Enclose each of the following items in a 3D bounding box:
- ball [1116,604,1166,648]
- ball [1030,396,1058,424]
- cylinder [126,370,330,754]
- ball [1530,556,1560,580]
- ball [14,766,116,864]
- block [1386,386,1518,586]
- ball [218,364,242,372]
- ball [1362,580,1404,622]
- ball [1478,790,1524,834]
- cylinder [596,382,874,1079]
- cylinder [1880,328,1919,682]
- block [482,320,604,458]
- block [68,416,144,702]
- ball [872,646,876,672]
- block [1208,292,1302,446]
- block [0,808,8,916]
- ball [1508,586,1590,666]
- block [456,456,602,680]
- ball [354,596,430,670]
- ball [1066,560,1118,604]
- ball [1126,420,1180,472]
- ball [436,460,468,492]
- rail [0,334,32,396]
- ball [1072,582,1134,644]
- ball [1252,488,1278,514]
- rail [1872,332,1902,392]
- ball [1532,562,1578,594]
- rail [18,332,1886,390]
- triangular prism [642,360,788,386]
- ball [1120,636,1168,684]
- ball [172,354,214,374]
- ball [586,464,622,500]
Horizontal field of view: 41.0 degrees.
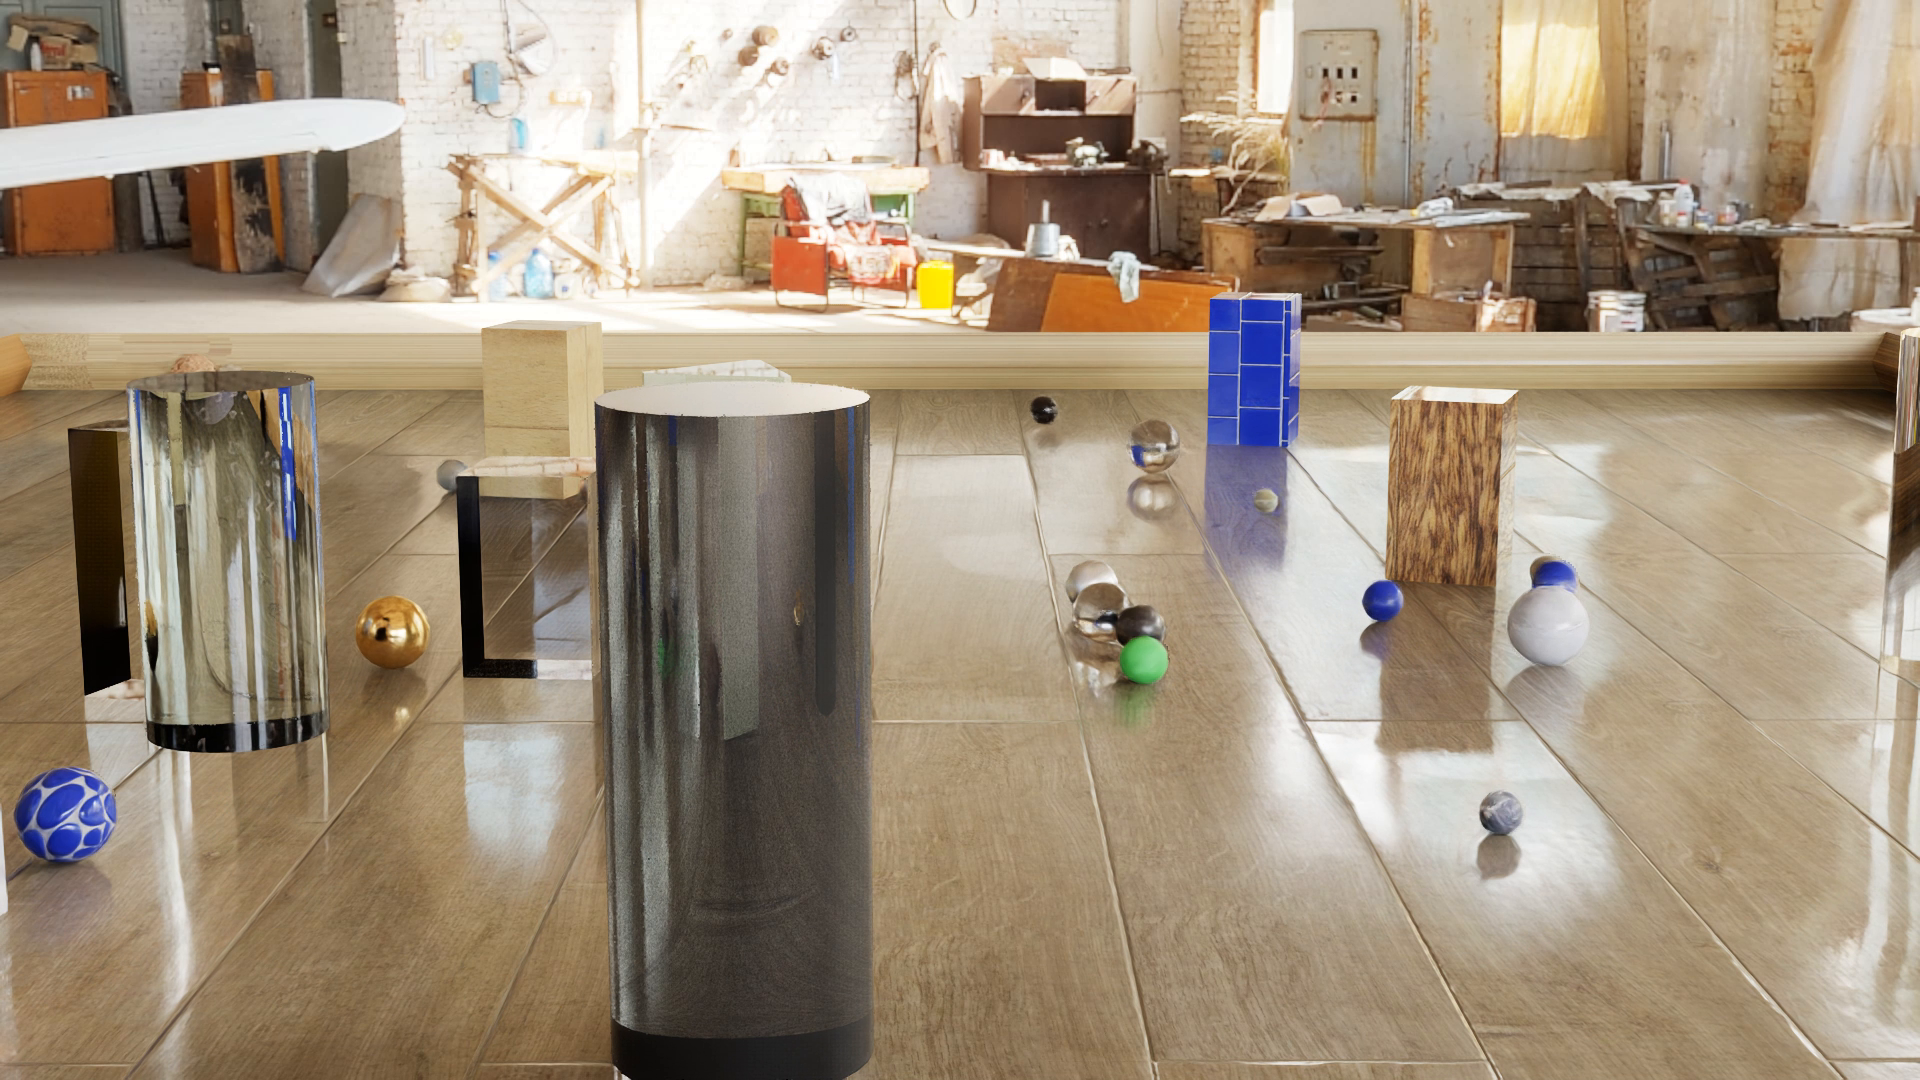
[{"bbox_3d":[0.225,0.112,3.210,0.062,0.062,0.062,0,10,0],"label":"ball"},{"bbox_3d":[0.172,-0.267,5.262,0.058,0.058,0.058,0,10,0],"label":"ball"},{"bbox_3d":[-0.799,0.019,2.811,0.197,0.389,0.197,0,10,0],"label":"cylinder"},{"bbox_3d":[0.825,0.045,3.607,0.047,0.047,0.047,0,10,0],"label":"ball"},{"bbox_3d":[-0.826,0.254,2.370,0.089,0.089,0.089,0,10,0],"label":"ball"},{"bbox_3d":[0.710,-0.080,3.700,0.157,0.261,0.157,4,11,19],"label":"block"},{"bbox_3d":[-1.635,-0.362,5.750,0.067,0.067,0.067,0,10,0],"label":"ball"},{"bbox_3d":[0.560,0.081,3.395,0.054,0.054,0.054,0,10,0],"label":"ball"},{"bbox_3d":[0.518,0.261,2.458,0.042,0.042,0.042,0,10,0],"label":"ball"},{"bbox_3d":[-0.163,0.140,1.880,0.197,0.491,0.197,0,10,0],"label":"cylinder"},{"bbox_3d":[1.223,-0.042,3.086,0.197,0.410,0.197,0,10,0],"label":"cylinder"},{"bbox_3d":[-0.725,-0.235,4.478,0.157,0.282,0.157,3,11,14],"label":"block"},{"bbox_3d":[-0.924,0.018,3.019,0.157,0.315,0.157,3,11,17],"label":"block"},{"bbox_3d":[-0.135,0.140,3.029,0.072,0.072,0.072,0,10,0],"label":"ball"},{"bbox_3d":[0.577,-0.336,5.023,0.157,0.282,0.157,3,11,14],"label":"block"},{"bbox_3d":[-0.917,0.172,2.139,0.157,0.333,0.157,1,11,6],"label":"block"},{"bbox_3d":[0.721,0.105,3.147,0.098,0.098,0.098,0,10,0],"label":"ball"},{"bbox_3d":[-0.514,0.032,3.137,0.157,0.246,0.157,1,11,4],"label":"block"},{"bbox_3d":[-0.692,0.112,3.129,0.090,0.090,0.090,0,10,0],"label":"ball"},{"bbox_3d":[0.177,0.062,3.451,0.071,0.071,0.071,0,10,0],"label":"ball"},{"bbox_3d":[0.349,-0.170,4.632,0.097,0.097,0.097,0,10,0],"label":"ball"},{"bbox_3d":[-0.874,-0.111,4.428,0.056,0.056,0.056,0,10,0],"label":"ball"},{"bbox_3d":[-2.093,0.035,3.437,0.045,0.128,4.822,0,10,0],"label":"rail"},{"bbox_3d":[0.183,0.092,3.268,0.079,0.079,0.079,0,10,0],"label":"ball"},{"bbox_3d":[0.501,-0.064,4.215,0.041,0.041,0.041,0,10,0],"label":"ball"},{"bbox_3d":[2.093,0.031,3.461,0.045,0.128,4.822,0,10,0],"label":"rail"},{"bbox_3d":[0.810,0.059,3.497,0.061,0.061,0.061,0,10,0],"label":"ball"},{"bbox_3d":[-0.014,-0.402,5.796,4.234,0.128,0.045,0,10,0],"label":"rail"},{"bbox_3d":[-0.253,-0.004,2.938,0.170,0.389,0.147,2,11,13],"label":"triangular prism"},{"bbox_3d":[0.219,0.143,3.055,0.057,0.057,0.057,0,10,0],"label":"ball"},{"bbox_3d":[-1.709,-0.370,5.720,0.094,0.094,0.094,0,10,0],"label":"ball"},{"bbox_3d":[-0.602,-0.097,4.343,0.060,0.060,0.060,0,10,0],"label":"ball"}]
